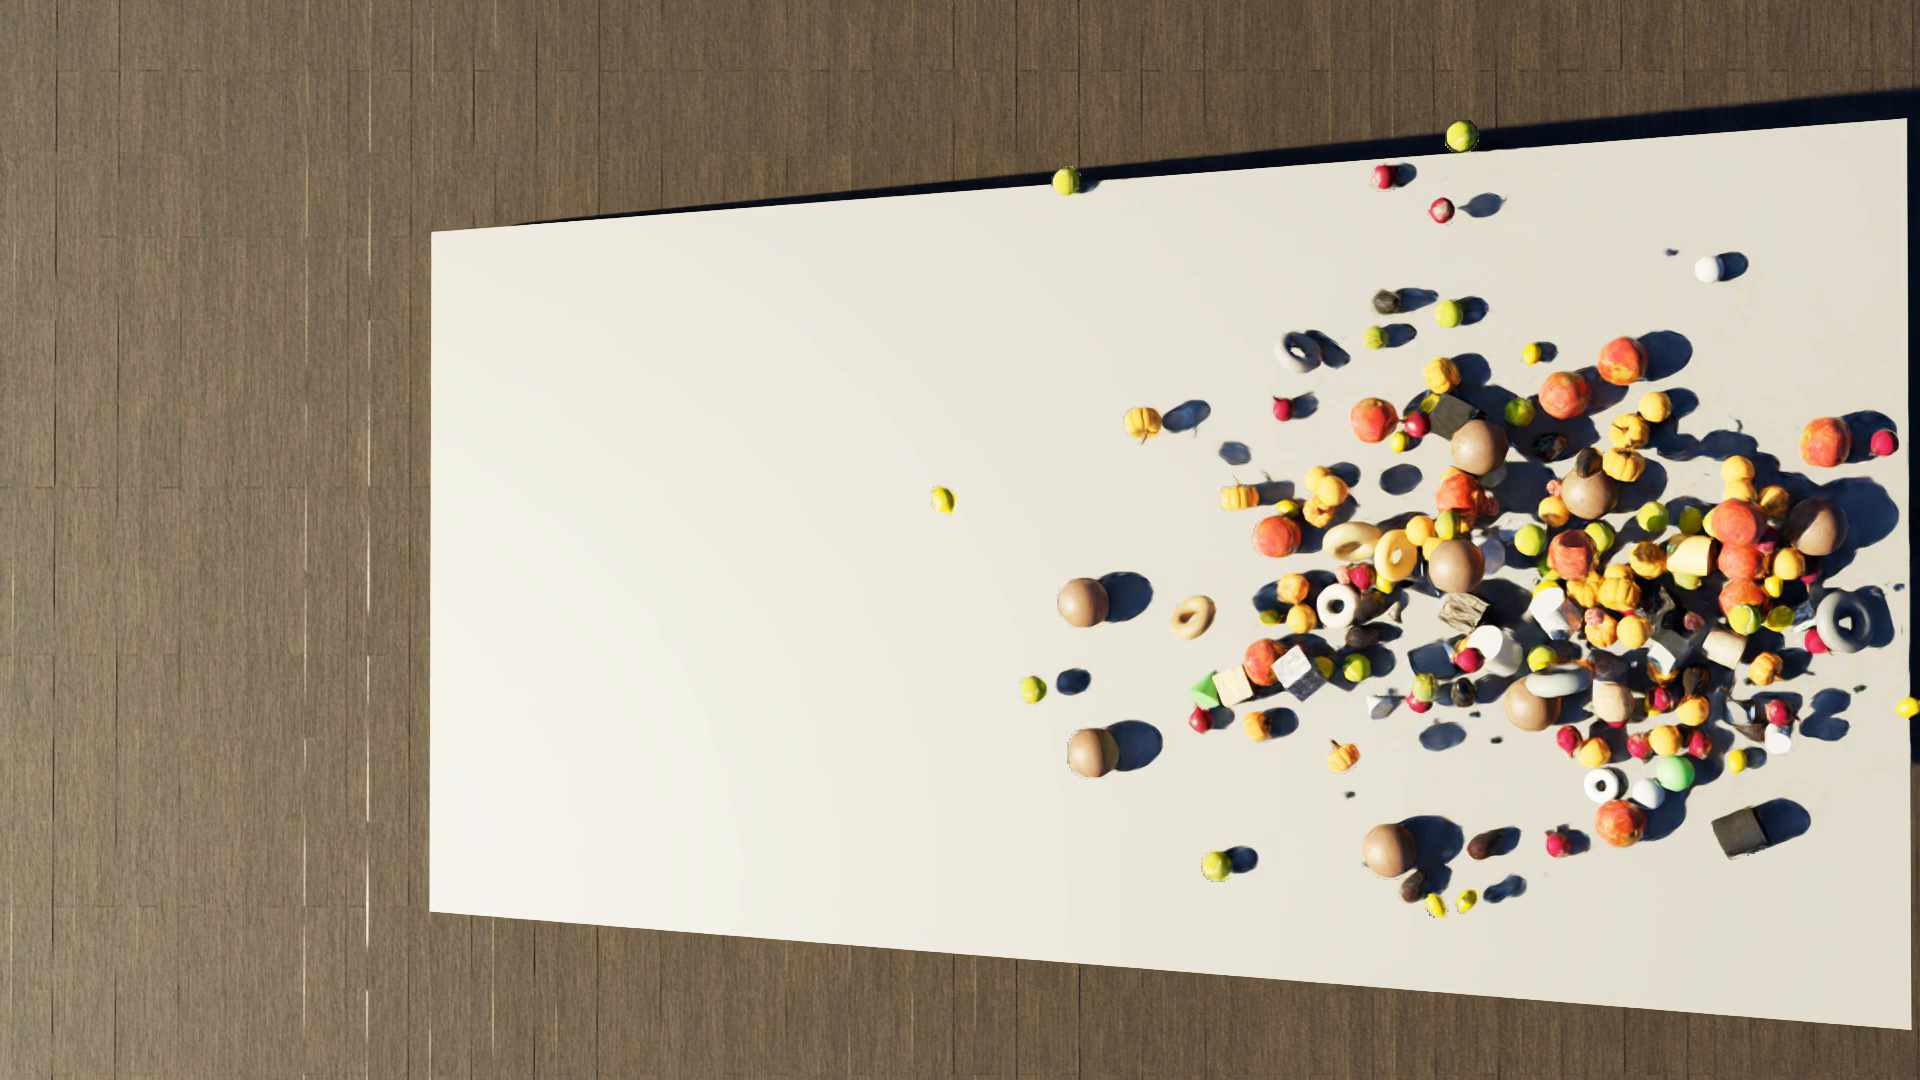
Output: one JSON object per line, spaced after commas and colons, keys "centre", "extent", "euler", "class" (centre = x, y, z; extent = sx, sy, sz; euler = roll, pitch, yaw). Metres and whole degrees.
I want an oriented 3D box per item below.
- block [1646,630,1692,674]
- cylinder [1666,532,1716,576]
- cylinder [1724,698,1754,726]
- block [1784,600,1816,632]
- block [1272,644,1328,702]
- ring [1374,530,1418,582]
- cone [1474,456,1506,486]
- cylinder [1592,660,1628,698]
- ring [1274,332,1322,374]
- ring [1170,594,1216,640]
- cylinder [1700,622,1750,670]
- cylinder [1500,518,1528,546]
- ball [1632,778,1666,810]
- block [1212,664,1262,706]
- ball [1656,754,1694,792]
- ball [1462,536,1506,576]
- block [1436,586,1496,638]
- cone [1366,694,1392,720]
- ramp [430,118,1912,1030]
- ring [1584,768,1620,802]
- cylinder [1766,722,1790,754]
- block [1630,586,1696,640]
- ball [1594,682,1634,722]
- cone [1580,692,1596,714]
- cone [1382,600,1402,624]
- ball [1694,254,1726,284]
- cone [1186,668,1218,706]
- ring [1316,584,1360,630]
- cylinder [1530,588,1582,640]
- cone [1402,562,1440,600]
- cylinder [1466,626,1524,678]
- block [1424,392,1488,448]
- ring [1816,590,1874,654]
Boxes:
{"centre": [1.596, 0.253, 4.945], "extent": [0.060, 0.060, 0.060], "euler": [-27, 58, -28], "class": "block"}
{"centre": [1.637, 0.032, 4.920], "extent": [0.087, 0.087, 0.087], "euler": [9, 89, 31], "class": "cylinder"}
{"centre": [1.737, 0.385, 4.906], "extent": [0.057, 0.057, 0.057], "euler": [1, 89, 30], "class": "cylinder"}
{"centre": [1.874, 0.170, 4.890], "extent": [0.055, 0.055, 0.055], "euler": [-27, 79, 22], "class": "block"}
{"centre": [0.816, 0.322, 5.289], "extent": [0.082, 0.082, 0.082], "euler": [-40, 134, 13], "class": "block"}
{"centre": [1.039, 0.037, 5.242], "extent": [0.126, 0.042, 0.126], "euler": [-6, 102, -32], "class": "ring"}
{"centre": [1.240, -0.163, 5.171], "extent": [0.074, 0.074, 0.074], "euler": [0, 89, 24], "class": "cone"}
{"centre": [1.488, 0.325, 5.033], "extent": [0.075, 0.075, 0.075], "euler": [-3, 115, 0], "class": "cylinder"}
{"centre": [0.823, -0.456, 5.350], "extent": [0.120, 0.040, 0.120], "euler": [8, 52, -10], "class": "ring"}
{"centre": [0.565, 0.188, 5.322], "extent": [0.127, 0.127, 0.042], "euler": [-48, 120, 0], "class": "ring"}
{"centre": [1.721, 0.239, 4.945], "extent": [0.081, 0.081, 0.081], "euler": [24, 89, 22], "class": "cylinder"}
{"centre": [1.276, -0.017, 5.073], "extent": [0.061, 0.061, 0.061], "euler": [-1, 86, 17], "class": "cylinder"}
{"centre": [1.570, 0.580, 5.014], "extent": [0.073, 0.073, 0.073], "euler": [0, 89, 0], "class": "ball"}
{"centre": [0.683, 0.357, 5.415], "extent": [0.080, 0.080, 0.080], "euler": [-25, 79, 22], "class": "block"}
{"centre": [1.623, 0.528, 4.985], "extent": [0.082, 0.082, 0.082], "euler": [0, 89, 0], "class": "ball"}
{"centre": [1.223, 0.037, 5.132], "extent": [0.096, 0.096, 0.096], "euler": [0, 89, 0], "class": "ball"}
{"centre": [1.192, 0.167, 5.180], "extent": [0.089, 0.089, 0.089], "euler": [32, 102, 22], "class": "block"}
{"centre": [0.997, 0.391, 5.300], "extent": [0.063, 0.063, 0.063], "euler": [-17, 130, -22], "class": "cone"}
{"centre": [0.283, 0.083, 5.699], "extent": [4.000, 0.100, 2.000], "euler": [0, 89, 24], "class": "ramp"}
{"centre": [1.482, 0.567, 5.079], "extent": [0.081, 0.027, 0.081], "euler": [0, 90, 24], "class": "ring"}
{"centre": [1.806, 0.437, 4.855], "extent": [0.052, 0.052, 0.052], "euler": [8, 117, 16], "class": "cylinder"}
{"centre": [1.594, 0.172, 4.982], "extent": [0.086, 0.086, 0.086], "euler": [-39, 52, 24], "class": "block"}
{"centre": [1.476, 0.367, 4.964], "extent": [0.090, 0.090, 0.090], "euler": [0, 89, 0], "class": "ball"}
{"centre": [1.475, 0.390, 5.084], "extent": [0.059, 0.059, 0.059], "euler": [-46, 109, 0], "class": "cone"}
{"centre": [1.024, 0.162, 5.169], "extent": [0.050, 0.050, 0.050], "euler": [18, 102, 0], "class": "cone"}
{"centre": [1.696, -0.613, 4.975], "extent": [0.065, 0.065, 0.065], "euler": [0, 89, 0], "class": "ball"}
{"centre": [0.619, 0.357, 5.467], "extent": [0.085, 0.085, 0.085], "euler": [25, 72, 0], "class": "cone"}
{"centre": [0.917, 0.160, 5.329], "extent": [0.113, 0.038, 0.113], "euler": [-8, 75, 31], "class": "ring"}
{"centre": [1.374, 0.170, 5.070], "extent": [0.087, 0.087, 0.087], "euler": [-43, 116, 0], "class": "cylinder"}
{"centre": [1.116, 0.113, 5.243], "extent": [0.089, 0.089, 0.089], "euler": [43, 90, -9], "class": "cone"}
{"centre": [1.247, 0.259, 5.126], "extent": [0.094, 0.094, 0.094], "euler": [29, 89, -38], "class": "cylinder"}
{"centre": [1.170, -0.283, 5.193], "extent": [0.096, 0.096, 0.096], "euler": [32, 102, 21], "class": "block"}
{"centre": [1.945, 0.181, 4.831], "extent": [0.141, 0.047, 0.141], "euler": [3, 79, -16], "class": "ring"}
